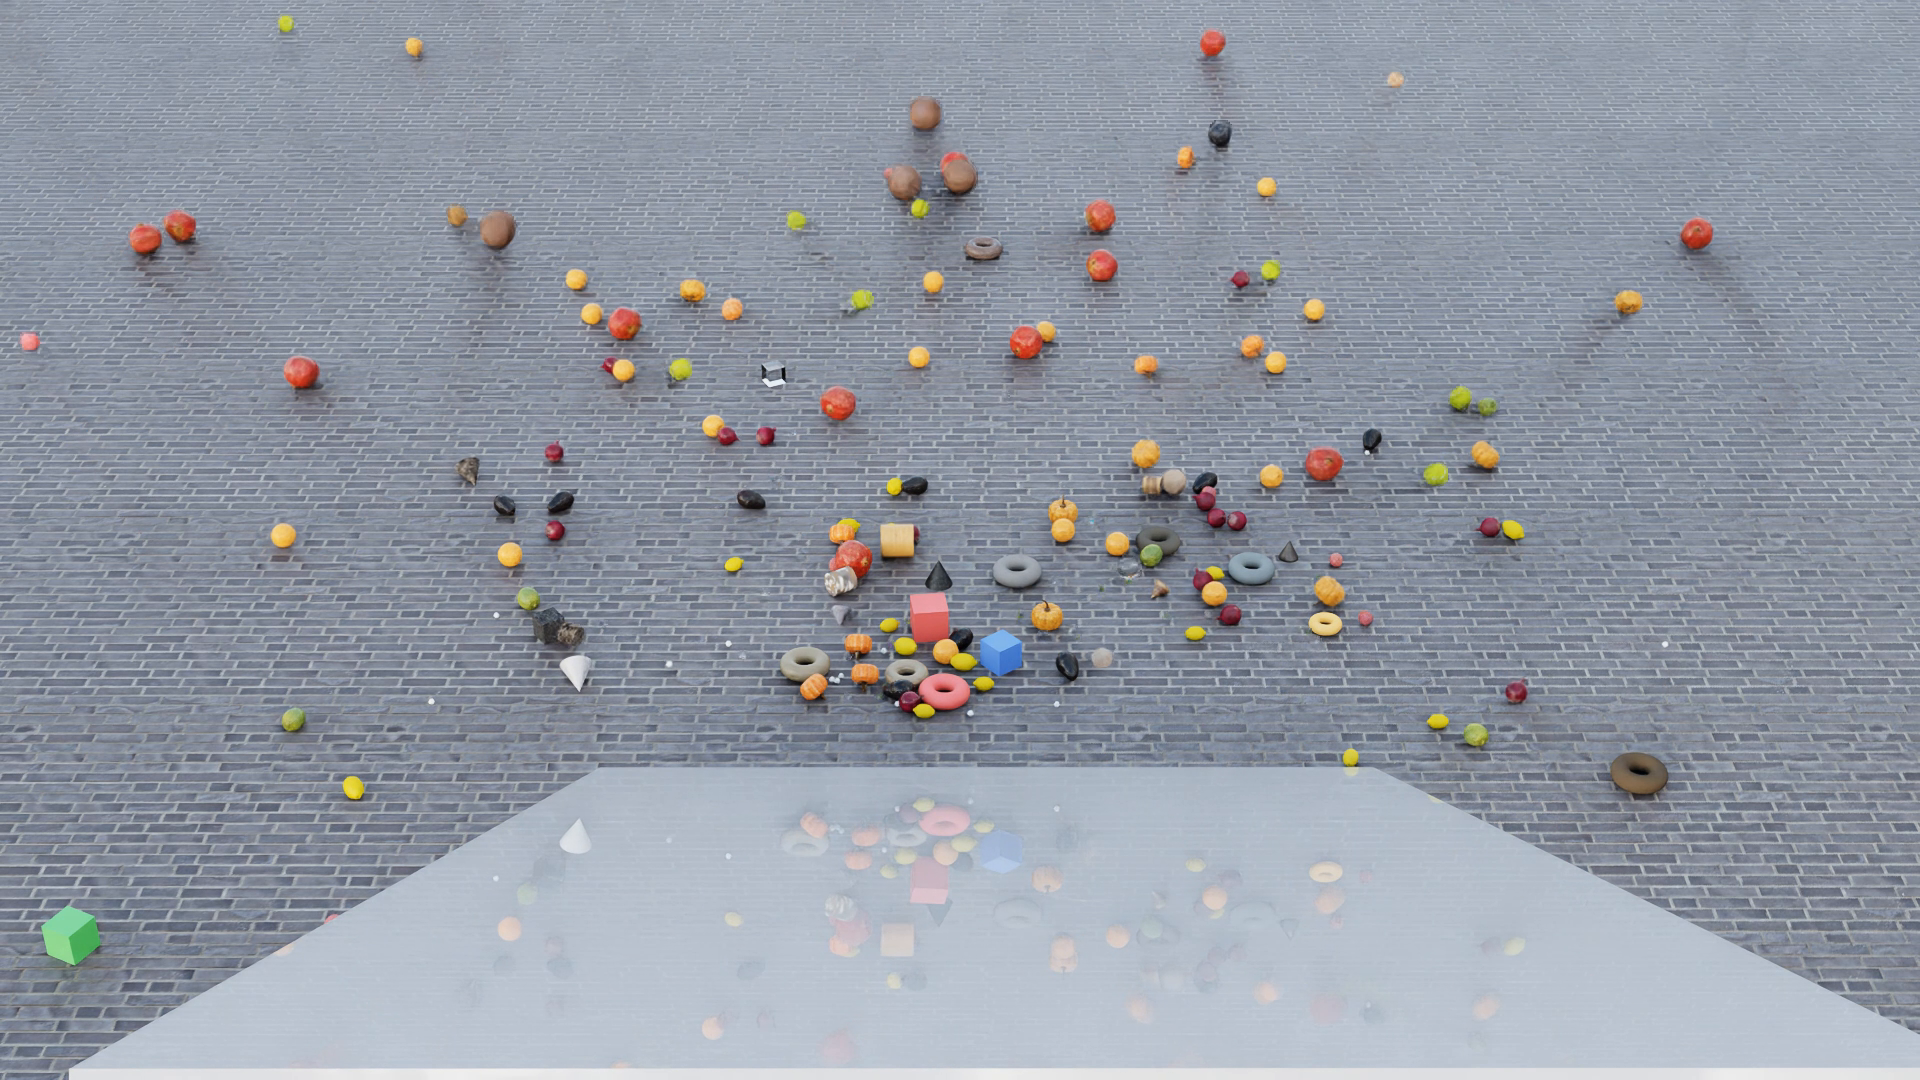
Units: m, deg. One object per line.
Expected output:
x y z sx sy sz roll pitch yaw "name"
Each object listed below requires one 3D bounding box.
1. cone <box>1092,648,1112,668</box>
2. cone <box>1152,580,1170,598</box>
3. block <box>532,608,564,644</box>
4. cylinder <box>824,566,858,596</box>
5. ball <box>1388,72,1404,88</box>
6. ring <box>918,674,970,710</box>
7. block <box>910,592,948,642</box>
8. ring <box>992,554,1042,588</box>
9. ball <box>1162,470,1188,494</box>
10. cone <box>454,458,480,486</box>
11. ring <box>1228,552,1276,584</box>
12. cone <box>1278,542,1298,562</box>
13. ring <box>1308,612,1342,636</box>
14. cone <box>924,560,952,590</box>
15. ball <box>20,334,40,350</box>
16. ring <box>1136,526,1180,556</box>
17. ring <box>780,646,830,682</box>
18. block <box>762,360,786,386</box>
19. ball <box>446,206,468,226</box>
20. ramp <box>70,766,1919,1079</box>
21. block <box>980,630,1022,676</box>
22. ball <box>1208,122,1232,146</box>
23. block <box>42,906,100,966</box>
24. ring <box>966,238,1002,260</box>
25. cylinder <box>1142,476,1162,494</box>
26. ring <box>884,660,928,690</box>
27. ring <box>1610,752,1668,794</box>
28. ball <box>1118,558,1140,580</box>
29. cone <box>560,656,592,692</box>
0.396 0.327 7.264 0.058 0.058 0.058 -1 5 -2 "cone"
0.574 0.152 7.553 0.052 0.052 0.052 -44 46 -14 "cone"
-1.167 0.244 7.360 0.068 0.068 0.068 -20 37 -30 "block"
-0.347 0.120 7.560 0.070 0.070 0.070 -19 36 -28 "cylinder"
1.839 -1.943 10.935 0.069 0.069 0.069 0 31 0 "ball"
-0.043 0.416 7.100 0.143 0.048 0.143 1 31 -1 "ring"
-0.087 0.221 7.368 0.098 0.098 0.098 -4 32 -6 "block"
0.168 0.092 7.629 0.146 0.049 0.146 0 30 0 "ring"
0.666 -0.180 8.044 0.078 0.078 0.078 0 31 0 "ball"
-1.531 -0.201 8.118 0.083 0.083 0.083 -15 61 -22 "cone"
0.860 0.084 7.644 0.139 0.046 0.139 0 33 0 "ring"
0.982 0.025 7.724 0.061 0.061 0.061 0 31 0 "cone"
1.044 0.240 7.402 0.096 0.032 0.096 -1 32 1 "ring"
-0.062 0.093 7.594 0.082 0.082 0.082 0 31 0 "cone"
-3.187 -0.679 8.876 0.060 0.060 0.060 0 31 0 "ball"
0.594 0.005 7.774 0.135 0.045 0.135 -1 30 0 "ring"
-0.431 0.346 7.213 0.143 0.048 0.143 0 30 0 "ring"
-0.625 -0.558 8.679 0.061 0.061 0.061 -15 35 -24 "block"
-1.892 -1.220 9.747 0.075 0.075 0.075 0 31 0 "ball"
0.070 0.619 4.701 2.000 0.100 4.000 0 -1 0 "ramp"
0.115 0.315 7.230 0.082 0.082 0.082 -23 38 -33 "block"
1.045 -1.630 10.396 0.096 0.096 0.096 0 31 0 "ball"
-2.125 0.946 6.195 0.087 0.087 0.087 15 35 23 "block"
0.088 -1.074 9.537 0.141 0.047 0.141 1 30 0 "ring"
0.596 -0.170 8.049 0.055 0.055 0.055 6 32 10 "cylinder"
-0.148 0.374 7.175 0.123 0.041 0.123 -1 32 1 "ring"
1.778 0.610 6.781 0.148 0.049 0.148 1 32 0 "ring"
0.495 0.083 7.626 0.065 0.065 0.065 0 31 0 "ball"
-1.057 0.381 7.163 0.090 0.090 0.090 -6 59 -10 "cone"
